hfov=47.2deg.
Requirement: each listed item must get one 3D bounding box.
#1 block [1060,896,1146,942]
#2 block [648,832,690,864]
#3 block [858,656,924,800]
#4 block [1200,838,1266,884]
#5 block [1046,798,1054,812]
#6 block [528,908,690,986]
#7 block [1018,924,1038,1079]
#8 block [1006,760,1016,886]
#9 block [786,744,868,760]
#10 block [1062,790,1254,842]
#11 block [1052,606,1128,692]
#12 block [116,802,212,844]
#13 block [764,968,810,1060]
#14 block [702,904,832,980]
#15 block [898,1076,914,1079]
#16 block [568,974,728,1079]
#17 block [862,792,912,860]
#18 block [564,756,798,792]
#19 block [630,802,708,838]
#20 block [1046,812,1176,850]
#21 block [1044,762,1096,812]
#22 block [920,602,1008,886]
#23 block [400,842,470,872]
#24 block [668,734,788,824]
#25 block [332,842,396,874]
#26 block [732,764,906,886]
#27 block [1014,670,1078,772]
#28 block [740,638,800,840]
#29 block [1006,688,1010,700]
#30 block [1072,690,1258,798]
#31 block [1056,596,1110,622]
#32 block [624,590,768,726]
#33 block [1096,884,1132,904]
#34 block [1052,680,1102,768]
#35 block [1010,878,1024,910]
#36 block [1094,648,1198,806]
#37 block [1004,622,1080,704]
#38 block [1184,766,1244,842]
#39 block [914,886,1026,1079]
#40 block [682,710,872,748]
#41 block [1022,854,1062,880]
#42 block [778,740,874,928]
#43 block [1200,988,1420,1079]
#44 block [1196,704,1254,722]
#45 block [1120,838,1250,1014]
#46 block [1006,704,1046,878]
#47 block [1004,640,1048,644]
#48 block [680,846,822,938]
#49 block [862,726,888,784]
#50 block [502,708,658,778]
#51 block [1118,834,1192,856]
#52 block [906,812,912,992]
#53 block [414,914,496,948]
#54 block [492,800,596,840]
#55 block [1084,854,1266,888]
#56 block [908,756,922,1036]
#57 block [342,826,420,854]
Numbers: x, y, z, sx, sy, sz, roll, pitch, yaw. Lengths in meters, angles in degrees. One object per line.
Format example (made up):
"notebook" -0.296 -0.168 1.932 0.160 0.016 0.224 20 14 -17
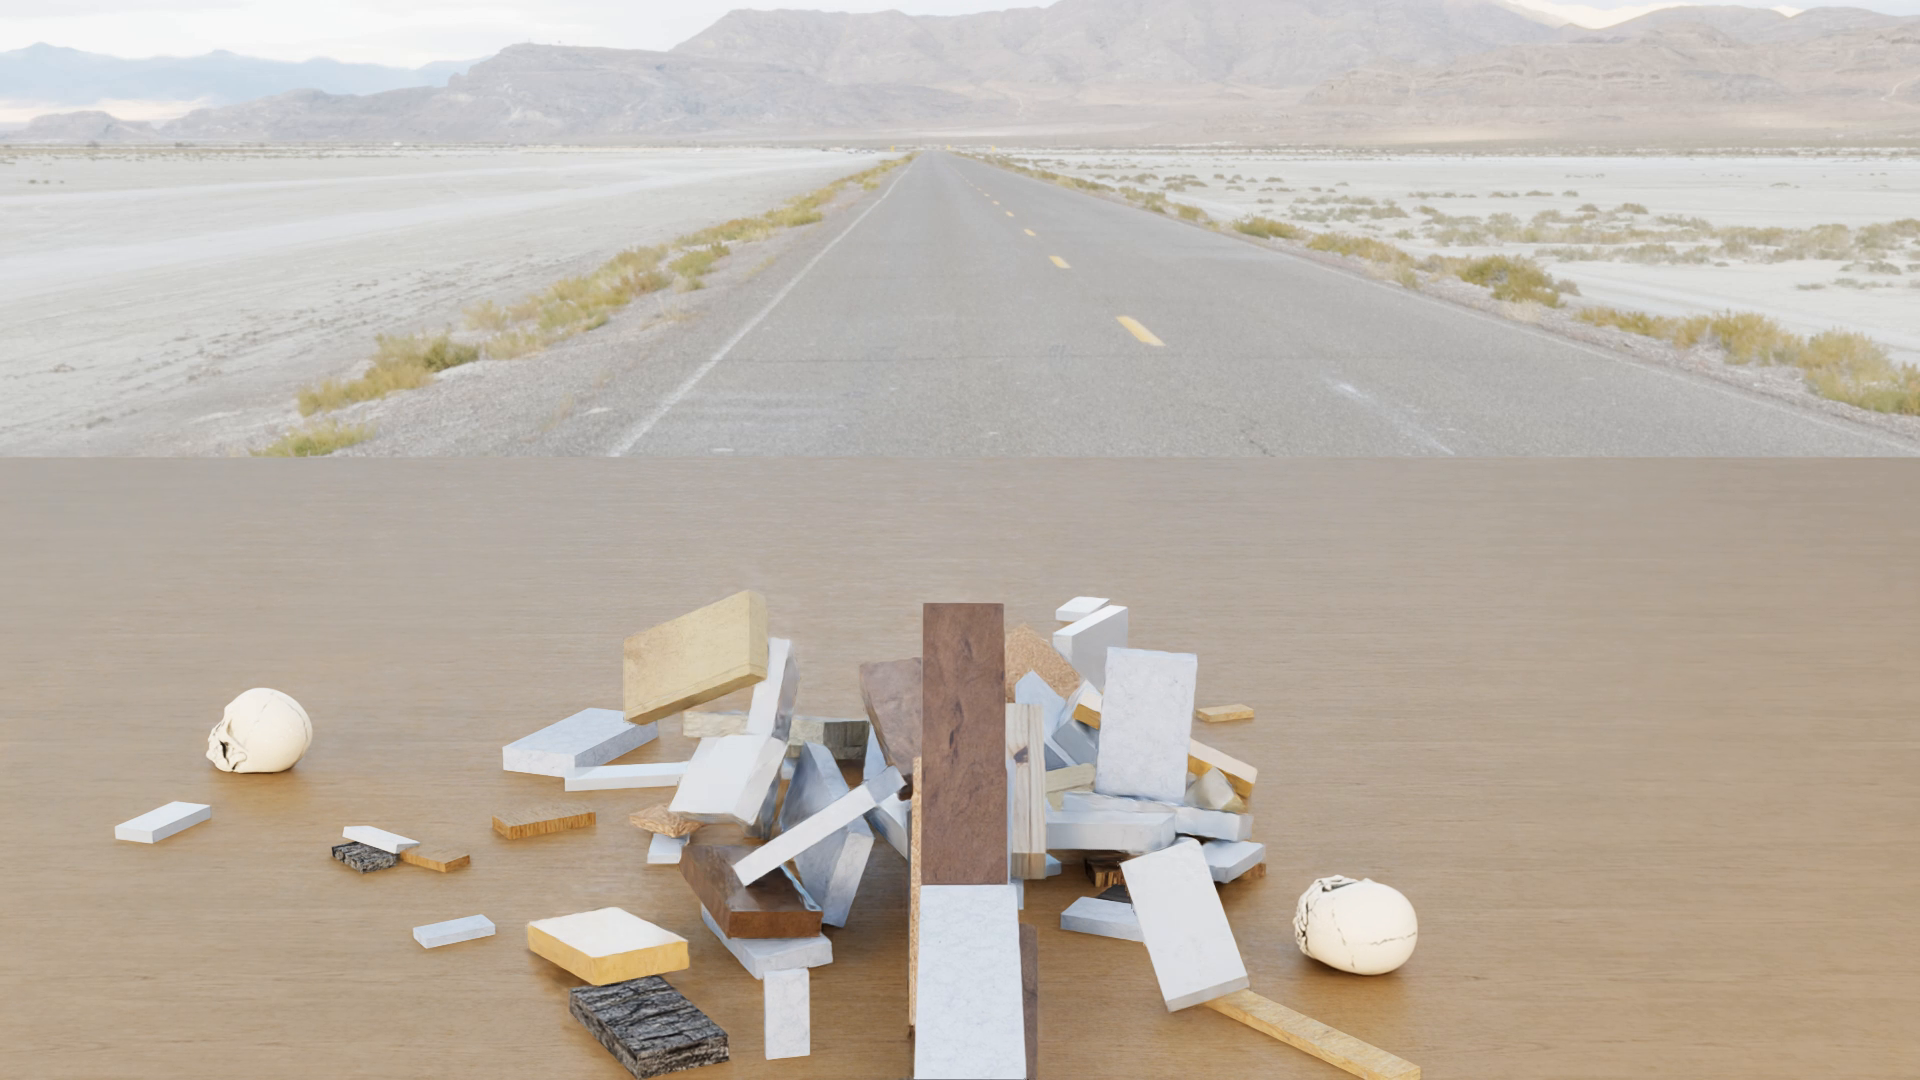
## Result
"block" 0.260 0.607 3.507 0.179 0.025 0.090 5 12 24
"block" -0.513 0.543 3.876 0.062 0.017 0.123 0 10 -3
"block" -0.053 0.315 3.775 0.179 0.051 0.358 -6 29 -11
"block" 0.441 0.538 3.704 0.090 0.025 0.179 5 8 27
"block" 0.105 0.472 3.984 0.097 0.027 0.193 0 33 -21
"block" -0.535 0.612 3.324 0.146 0.041 0.292 -6 4 -30
"block" 0.032 0.635 2.927 0.142 0.040 0.284 1 41 1
"block" 0.009 0.451 3.281 0.135 0.038 0.269 3 55 1
"block" -0.216 0.424 4.404 0.294 0.024 0.083 3 -2 -6
"block" 0.348 0.484 3.865 0.310 0.044 0.155 6 -5 17
"block" 0.297 0.262 4.984 0.047 0.165 0.329 5 12 26
"block" -1.453 0.514 4.013 0.081 0.023 0.161 4 11 19
"block" -0.238 0.650 3.016 0.060 0.121 0.017 -3 11 -14
"block" -0.303 0.608 3.422 0.123 0.035 0.246 -9 16 -24
"block" -0.040 0.722 2.625 0.142 0.040 0.284 -6 12 -29
"block" -0.440 0.679 3.087 0.132 0.037 0.265 -6 12 -29
"block" -0.036 0.451 3.606 0.179 0.051 0.381 -7 7 -14
"block" -0.533 0.458 4.317 0.479 0.023 0.081 -2 11 -10
"block" -0.525 0.504 3.964 0.073 0.021 0.146 -16 13 -38
"block" 0.201 0.493 3.734 0.310 0.044 0.155 -1 0 14
"block" 0.176 0.477 4.062 0.226 0.032 0.113 -8 36 -32
"block" 0.006 0.395 3.183 0.123 0.035 0.704 0 55 -1
"block" -0.914 0.552 3.827 0.113 0.016 0.057 7 13 34
"block" -0.402 0.412 3.790 0.041 0.146 0.292 31 -19 -23
"block" -1.039 0.551 3.830 0.062 0.017 0.123 -9 14 -39
"block" -0.218 0.443 3.419 0.265 0.037 0.132 -33 -4 20
"block" 0.180 0.378 4.312 0.162 0.046 0.323 44 14 -10
"block" -0.347 0.356 3.956 0.046 0.322 0.161 6 -27 6
"block" -0.037 0.314 4.134 0.175 0.049 0.424 -20 -3 -12
"block" 0.397 0.393 4.256 0.368 0.031 0.110 25 13 6
"block" 0.325 0.182 5.792 0.092 0.026 0.184 4 11 20
"block" -0.484 0.216 4.008 0.322 0.161 0.046 -21 -30 34
"block" 0.304 0.594 3.590 0.146 0.021 0.073 6 12 29
"block" 0.273 0.389 4.351 0.162 0.046 0.323 46 14 -1
"block" 0.030 0.519 3.399 0.123 0.035 0.247 1 6 -2
"block" 0.333 0.362 3.981 0.161 0.322 0.046 5 11 2
"block" 0.160 0.308 4.603 0.049 0.175 0.349 -43 9 19
"block" 0.457 0.481 4.022 0.097 0.027 0.193 -43 11 4
"block" 0.012 0.652 2.608 0.132 0.037 0.938 0 20 0
"block" -0.371 0.383 4.480 0.349 0.049 0.175 1 -2 31
"block" 0.110 0.553 3.814 0.073 0.021 0.146 -5 12 -25
"block" -0.234 0.492 3.757 0.044 0.155 0.542 18 6 -14
"block" 0.467 0.687 3.101 0.060 0.017 0.426 -8 13 -36
"block" 0.577 0.376 4.778 0.112 0.016 0.056 -5 11 -23
"block" 0.329 0.566 3.240 0.123 0.035 0.246 -18 47 1
"block" 0.042 0.388 3.456 0.179 0.051 0.358 2 34 0
"block" 0.116 0.302 5.090 0.165 0.047 0.439 1 11 3
"block" -0.331 0.549 3.448 0.146 0.041 0.292 3 11 -23
"block" -0.129 0.431 4.290 0.110 0.031 0.220 5 23 0
"block" -0.772 0.413 4.497 0.165 0.047 0.329 4 11 21
"block" 0.315 0.525 3.848 0.097 0.027 0.194 -2 1 -26
"block" -0.009 0.521 3.185 0.135 0.038 0.269 0 55 -1
"block" -0.799 0.618 3.475 0.113 0.016 0.057 -7 13 -32
"block" -0.761 0.512 4.025 0.167 0.024 0.083 -7 12 -32
"block" 0.367 0.559 3.765 0.298 0.025 0.090 -2 11 -10
"block" -0.003 0.504 3.151 0.135 0.038 0.420 1 55 -1
"block" -1.020 0.529 3.880 0.123 0.017 0.062 12 1 27
